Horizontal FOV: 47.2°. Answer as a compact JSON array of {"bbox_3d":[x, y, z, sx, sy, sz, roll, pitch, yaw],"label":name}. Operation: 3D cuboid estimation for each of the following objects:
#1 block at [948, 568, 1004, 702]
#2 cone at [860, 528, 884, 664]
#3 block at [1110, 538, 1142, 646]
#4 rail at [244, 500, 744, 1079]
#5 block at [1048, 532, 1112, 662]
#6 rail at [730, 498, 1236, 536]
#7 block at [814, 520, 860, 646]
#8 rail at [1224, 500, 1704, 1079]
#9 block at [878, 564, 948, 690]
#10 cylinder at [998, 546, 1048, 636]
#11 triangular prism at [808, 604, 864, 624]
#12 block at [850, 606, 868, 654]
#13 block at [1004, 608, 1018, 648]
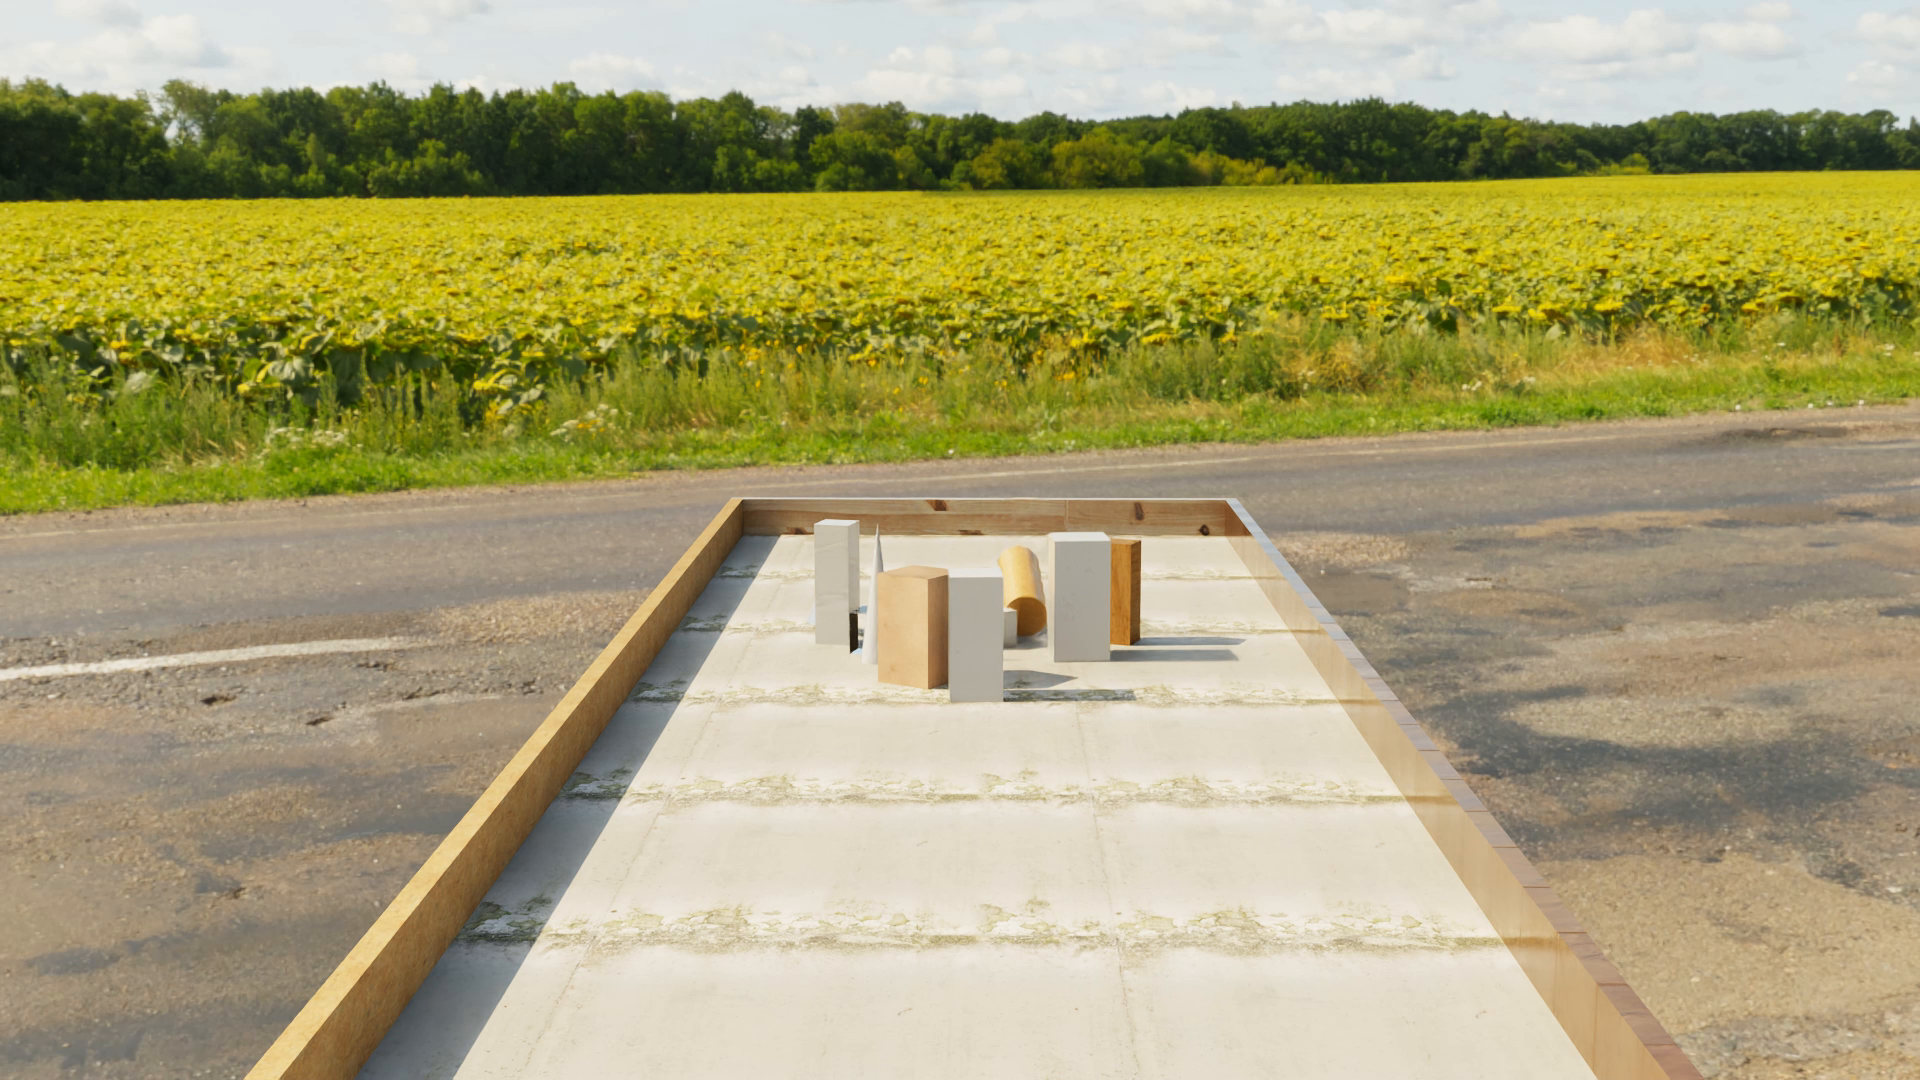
[{"bbox_3d":[0.043,0.267,6.194,0.149,0.355,0.149,0,9,-2],"label":"block"},{"bbox_3d":[-0.248,0.157,6.653,0.107,0.428,0.107,0,9,0],"label":"cone"},{"bbox_3d":[0.507,0.163,6.950,0.102,0.322,0.102,4,10,23],"label":"block"},{"bbox_3d":[-1.004,0.839,3.234,0.050,0.150,12.000,0,9,1],"label":"rail"},{"bbox_3d":[0.364,0.173,6.726,0.171,0.372,0.171,-1,9,-4],"label":"block"},{"bbox_3d":[0.099,-0.098,9.147,2.100,0.150,0.050,0,9,1],"label":"rail"},{"bbox_3d":[-0.388,0.133,6.951,0.112,0.381,0.112,2,9,15],"label":"block"},{"bbox_3d":[1.046,0.843,3.208,0.050,0.150,12.000,0,9,1],"label":"rail"},{"bbox_3d":[-0.114,0.251,6.401,0.179,0.321,0.179,6,11,34],"label":"block"},{"bbox_3d":[0.203,0.165,7.230,0.139,0.139,0.426,0,22,-2],"label":"cylinder"},{"bbox_3d":[-0.305,0.252,7.150,0.440,0.080,0.093,7,12,38],"label":"triangular prism"},{"bbox_3d":[-0.174,0.285,6.801,0.309,0.127,0.127,3,9,16],"label":"block"},{"bbox_3d":[0.019,0.256,7.030,0.114,0.114,0.405,-6,11,-33],"label":"block"}]
